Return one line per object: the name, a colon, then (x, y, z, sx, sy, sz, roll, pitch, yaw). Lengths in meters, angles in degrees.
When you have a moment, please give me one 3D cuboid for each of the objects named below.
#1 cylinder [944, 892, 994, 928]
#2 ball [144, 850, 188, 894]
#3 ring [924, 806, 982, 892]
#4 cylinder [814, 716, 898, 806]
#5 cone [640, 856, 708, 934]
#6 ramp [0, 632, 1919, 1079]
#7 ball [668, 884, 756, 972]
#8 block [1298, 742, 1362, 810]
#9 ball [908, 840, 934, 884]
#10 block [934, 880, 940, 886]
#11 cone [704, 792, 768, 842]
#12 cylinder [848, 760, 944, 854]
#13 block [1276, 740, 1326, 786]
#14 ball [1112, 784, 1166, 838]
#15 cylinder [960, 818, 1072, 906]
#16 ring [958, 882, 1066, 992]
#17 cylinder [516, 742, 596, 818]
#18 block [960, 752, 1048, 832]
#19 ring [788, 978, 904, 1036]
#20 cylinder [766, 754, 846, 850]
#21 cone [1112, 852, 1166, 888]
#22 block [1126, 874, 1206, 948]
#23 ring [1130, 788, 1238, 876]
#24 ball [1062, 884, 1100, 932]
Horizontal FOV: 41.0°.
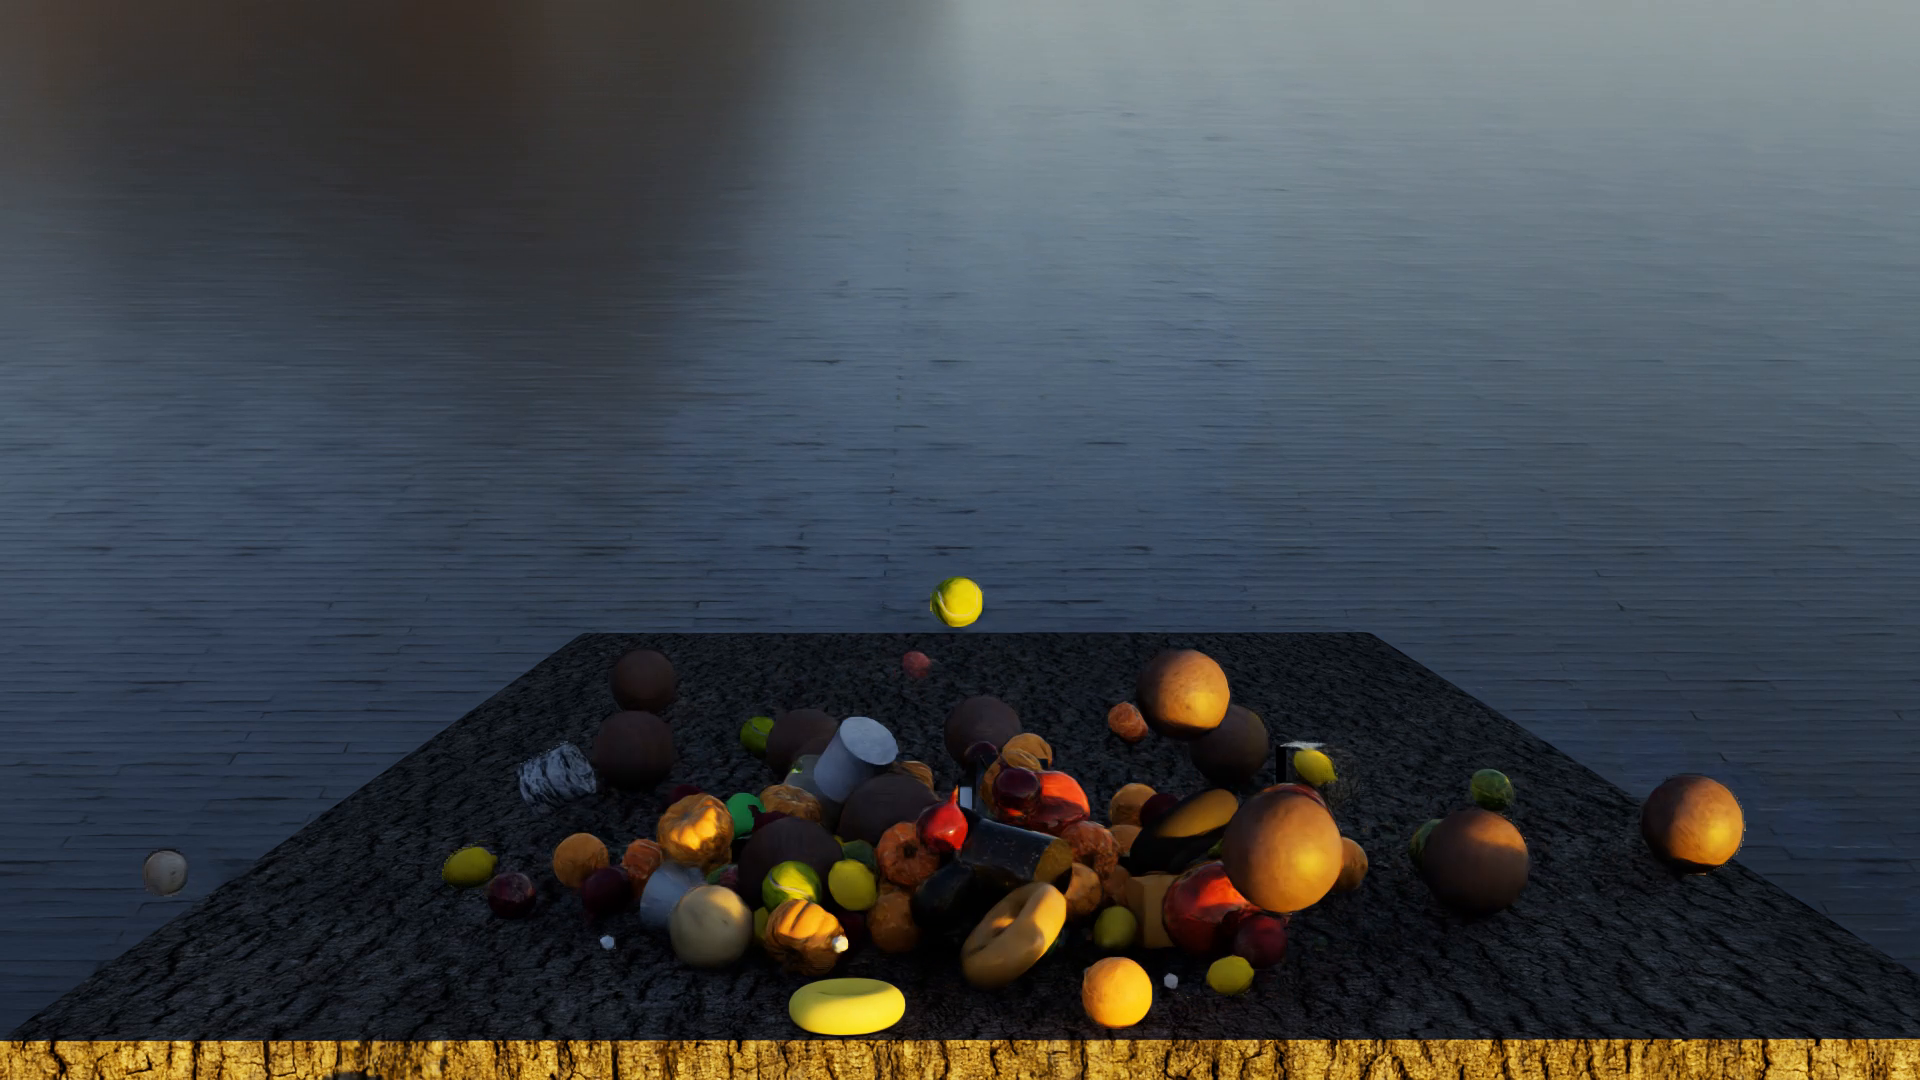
cylinder: (0.032, 0.412, 3.014, 0.077, 0.077, 0.077, 24, 2, -1)
ball: (-1.015, 0.425, 3.280, 0.056, 0.056, 0.056, 0, 20, 0)
ring: (-0.004, 0.359, 2.981, 0.033, 0.100, 0.100, 4, 12, -42)
cylinder: (-0.139, 0.295, 3.423, 0.085, 0.085, 0.085, 21, 36, -16)
cone: (-0.302, 0.429, 2.980, 0.097, 0.097, 0.097, 20, 27, 38)
ramp: (0.046, 0.415, 4.536, 2.000, 0.100, 4.000, 0, 4, 0)
ball: (-0.273, 0.428, 2.828, 0.095, 0.095, 0.095, 0, 20, 0)
block: (0.538, 0.344, 3.733, 0.064, 0.064, 0.064, -19, 27, -26)
ball: (-0.039, 0.415, 3.313, 0.058, 0.058, 0.058, 0, 20, 0)
block: (0.006, 0.390, 3.163, 0.064, 0.064, 0.064, -28, 26, -31)
cone: (-0.309, 0.374, 3.359, 0.082, 0.082, 0.082, 14, 8, 35)
cylinder: (-0.086, 0.363, 3.493, 0.098, 0.098, 0.098, 14, -20, 35)
block: (0.550, 0.360, 4.120, 0.063, 0.063, 0.063, 3, 5, 36)
ball: (0.254, 0.385, 3.646, 0.075, 0.075, 0.075, 0, 20, 0)
cylinder: (0.064, 0.372, 2.908, 0.094, 0.094, 0.094, 12, 23, 30)
ring: (0.056, 0.426, 2.757, 0.142, 0.047, 0.142, -42, 10, 9)
cylinder: (-0.588, 0.350, 3.741, 0.083, 0.083, 0.083, -27, 17, 10)
block: (0.059, 0.355, 3.437, 0.098, 0.098, 0.098, 7, 55, -11)
ring: (-0.114, 0.471, 2.594, 0.118, 0.039, 0.118, -1, 3, 0)
cylinder: (-0.207, 0.363, 3.554, 0.093, 0.093, 0.093, 9, 44, 23)
cone: (0.236, 0.393, 3.212, 0.074, 0.074, 0.074, 8, 44, 20)
block: (0.238, 0.428, 2.960, 0.073, 0.073, 0.073, -1, 0, -11)
ring: (0.268, 0.349, 3.067, 0.148, 0.148, 0.049, -18, 65, -41)
ball: (0.137, 0.435, 3.031, 0.054, 0.054, 0.054, 0, 20, 0)
